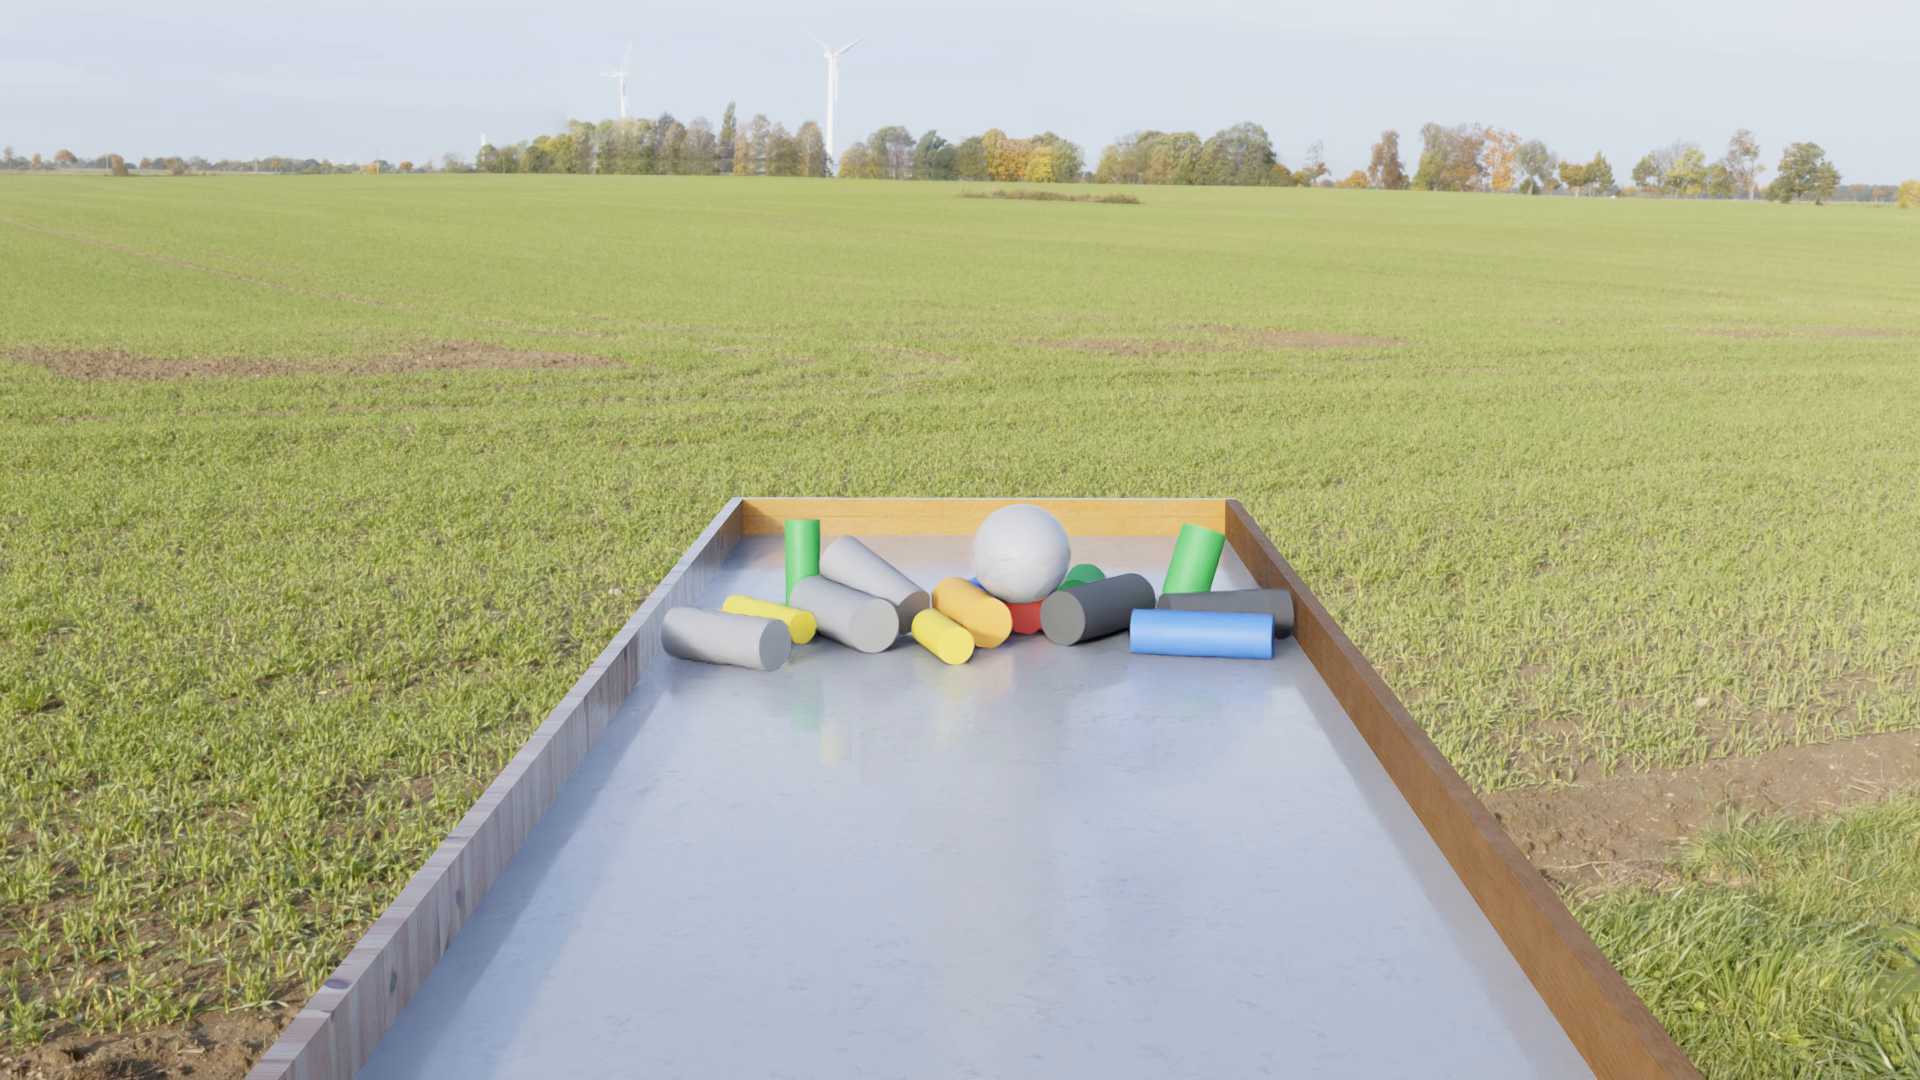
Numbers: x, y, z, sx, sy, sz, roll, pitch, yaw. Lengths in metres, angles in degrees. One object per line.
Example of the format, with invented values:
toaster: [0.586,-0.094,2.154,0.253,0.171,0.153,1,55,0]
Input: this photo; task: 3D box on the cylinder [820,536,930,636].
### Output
cylinder: [-0.278,0.145,7.149,0.167,0.167,0.360,-10,37,-47]

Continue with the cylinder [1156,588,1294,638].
cylinder: [0.840,0.240,6.979,0.403,0.162,0.162,-2,9,-14]

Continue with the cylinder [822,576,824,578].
cylinder: [-0.405,0.194,7.419,0.114,0.114,0.433,-8,12,-42]

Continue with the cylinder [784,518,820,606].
cylinder: [-0.516,0.103,7.234,0.116,0.343,0.116,0,4,0]

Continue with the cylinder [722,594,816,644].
cylinder: [-0.616,0.252,7.078,0.106,0.106,0.382,-7,12,-39]

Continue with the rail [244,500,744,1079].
rail: [-1.004,0.839,3.234,0.050,0.150,12.000,0,9,1]

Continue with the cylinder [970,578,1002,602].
cylinder: [0.110,0.172,7.483,0.138,0.138,0.351,3,9,16]

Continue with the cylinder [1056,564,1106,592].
cylinder: [0.408,0.178,7.425,0.145,0.145,0.331,1,9,9]

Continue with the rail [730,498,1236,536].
rail: [0.099,-0.098,9.147,2.100,0.150,0.050,0,9,1]

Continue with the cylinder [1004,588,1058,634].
cylinder: [0.231,0.197,7.270,0.154,0.154,0.376,1,9,7]

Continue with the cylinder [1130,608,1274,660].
cylinder: [0.745,0.288,6.755,0.429,0.138,0.138,2,9,12]

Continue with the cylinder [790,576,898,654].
cylinder: [-0.373,0.233,6.982,0.171,0.171,0.457,-5,10,-28]

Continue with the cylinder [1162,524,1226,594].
cylinder: [0.759,0.113,7.228,0.150,0.300,0.150,17,-6,2]

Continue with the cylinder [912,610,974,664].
cylinder: [-0.055,0.297,6.770,0.115,0.115,0.302,-3,9,-16]

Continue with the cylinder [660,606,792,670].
cylinder: [-0.709,0.296,6.644,0.379,0.157,0.157,6,11,33]

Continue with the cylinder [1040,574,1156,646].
cylinder: [0.446,0.220,7.065,0.174,0.174,0.411,7,11,37]

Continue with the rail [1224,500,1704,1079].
rail: [1.046,0.843,3.208,0.050,0.150,12.000,0,9,1]

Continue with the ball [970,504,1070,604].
ball: [0.191,0.044,6.956,0.318,0.318,0.318,0,9,0]

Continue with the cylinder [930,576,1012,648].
cylinder: [0.034,0.229,7.054,0.160,0.160,0.406,-2,9,-15]
